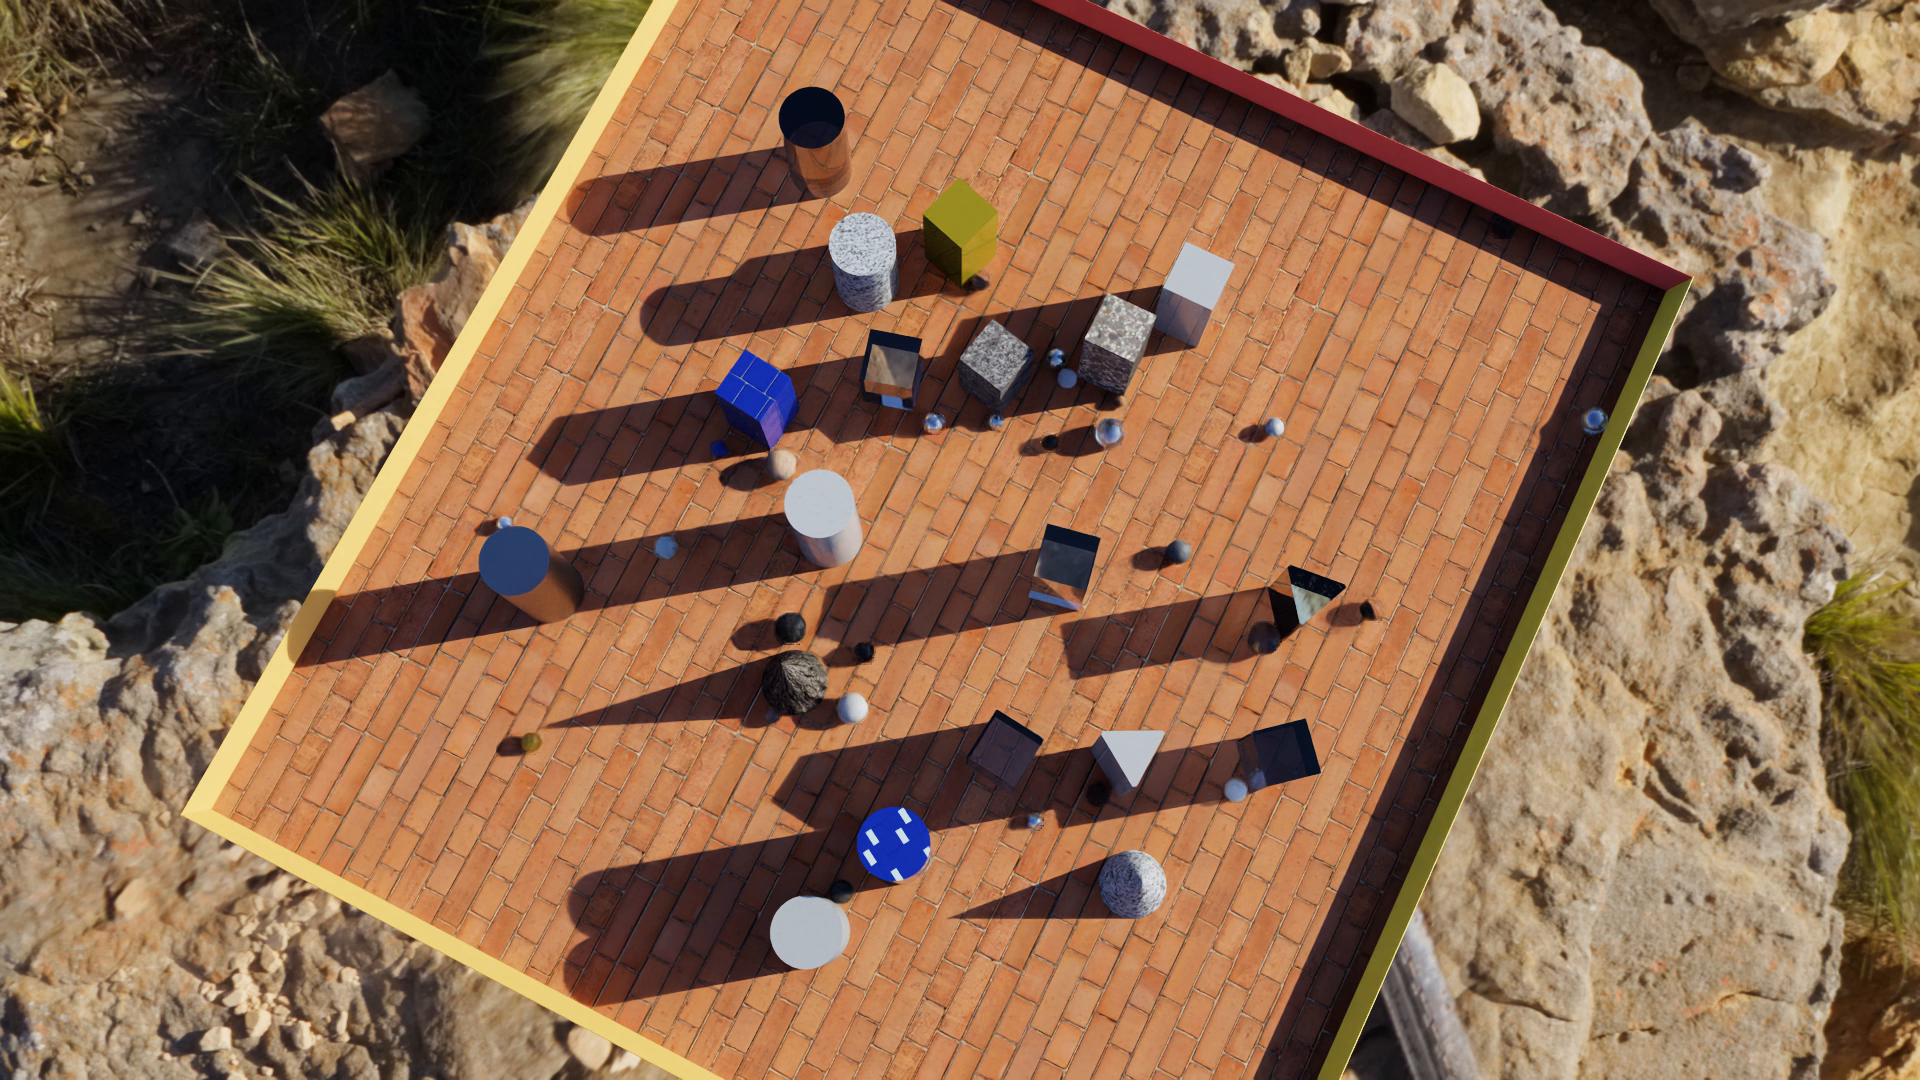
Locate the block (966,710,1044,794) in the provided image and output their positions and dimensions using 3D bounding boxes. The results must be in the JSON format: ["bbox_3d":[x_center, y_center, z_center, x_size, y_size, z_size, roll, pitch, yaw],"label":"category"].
[{"bbox_3d":[0.129,0.619,5.327,0.160,0.317,0.160,32,80,6],"label":"block"}]

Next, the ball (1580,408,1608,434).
[{"bbox_3d":[1.956,-0.368,5.651,0.082,0.082,0.082,0,78,0],"label":"ball"}]

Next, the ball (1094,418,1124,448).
[{"bbox_3d":[0.461,-0.328,5.637,0.093,0.093,0.093,0,78,0],"label":"ball"}]

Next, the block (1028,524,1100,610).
[{"bbox_3d":[0.306,0.084,5.418,0.160,0.354,0.160,15,79,3],"label":"block"}]

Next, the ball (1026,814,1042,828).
[{"bbox_3d":[0.219,0.831,5.422,0.043,0.043,0.043,0,78,0],"label":"ball"}]

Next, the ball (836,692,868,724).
[{"bbox_3d":[-0.321,0.500,5.465,0.093,0.093,0.093,0,78,0],"label":"ball"}]

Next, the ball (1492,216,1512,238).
[{"bbox_3d":[1.712,-0.989,5.788,0.065,0.065,0.065,0,78,0],"label":"ball"}]

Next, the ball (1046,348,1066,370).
[{"bbox_3d":[0.298,-0.564,5.700,0.066,0.066,0.066,0,78,0],"label":"ball"}]

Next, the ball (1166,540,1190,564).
[{"bbox_3d":[0.664,0.037,5.572,0.073,0.073,0.073,0,78,0],"label":"ball"}]

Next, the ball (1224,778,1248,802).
[{"bbox_3d":[0.816,0.740,5.429,0.068,0.068,0.068,0,78,0],"label":"ball"}]

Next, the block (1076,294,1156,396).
[{"bbox_3d":[0.471,-0.585,5.548,0.160,0.371,0.160,26,79,5],"label":"block"}]

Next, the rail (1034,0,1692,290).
[{"bbox_3d":[0.771,-1.502,5.860,3.315,0.130,0.045,26,80,5],"label":"rail"}]

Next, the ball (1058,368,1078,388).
[{"bbox_3d":[0.333,-0.503,5.689,0.062,0.062,0.062,0,78,0],"label":"ball"}]

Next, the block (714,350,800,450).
[{"bbox_3d":[-0.607,-0.419,5.529,0.160,0.342,0.160,33,80,6],"label":"block"}]

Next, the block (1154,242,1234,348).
[{"bbox_3d":[0.706,-0.743,5.585,0.160,0.363,0.160,26,79,5],"label":"block"}]

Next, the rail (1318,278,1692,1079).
[{"bbox_3d":[1.461,0.722,5.400,0.045,0.130,3.494,26,80,5],"label":"rail"}]

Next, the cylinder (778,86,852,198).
[{"bbox_3d":[-0.444,-1.225,5.673,0.199,0.386,0.199,0,78,0],"label":"cylinder"}]

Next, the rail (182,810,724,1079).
[{"bbox_3d":[-0.771,1.516,5.236,3.315,0.130,0.045,26,80,5],"label":"rail"}]

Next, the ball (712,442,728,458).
[{"bbox_3d":[-0.740,-0.279,5.649,0.050,0.050,0.050,0,78,0],"label":"ball"}]

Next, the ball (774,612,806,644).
[{"bbox_3d":[-0.509,0.263,5.513,0.096,0.096,0.096,0,78,0],"label":"ball"}]

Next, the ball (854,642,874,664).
[{"bbox_3d":[-0.289,0.339,5.513,0.065,0.065,0.065,0,78,0],"label":"ball"}]

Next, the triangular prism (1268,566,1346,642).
[{"bbox_3d":[0.989,0.165,5.406,0.173,0.345,0.150,-39,81,-7],"label":"triangular prism"}]

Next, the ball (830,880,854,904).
[{"bbox_3d":[-0.348,1.031,5.367,0.071,0.071,0.071,0,78,0],"label":"ball"}]

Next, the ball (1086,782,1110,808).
[{"bbox_3d":[0.409,0.755,5.424,0.072,0.072,0.072,0,78,0],"label":"ball"}]

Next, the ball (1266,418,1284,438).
[{"bbox_3d":[0.973,-0.346,5.658,0.059,0.059,0.059,0,78,0],"label":"ball"}]

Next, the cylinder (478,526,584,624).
[{"bbox_3d":[-1.245,0.106,5.349,0.199,0.480,0.199,0,78,0],"label":"cylinder"}]

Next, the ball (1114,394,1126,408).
[{"bbox_3d":[0.496,-0.430,5.685,0.040,0.040,0.040,0,78,0],"label":"ball"}]

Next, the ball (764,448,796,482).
[{"bbox_3d":[-0.550,-0.230,5.613,0.100,0.100,0.100,0,78,0],"label":"ball"}]

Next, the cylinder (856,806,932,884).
[{"bbox_3d":[-0.180,0.870,5.193,0.199,0.477,0.199,0,78,0],"label":"cylinder"}]

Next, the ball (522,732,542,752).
[{"bbox_3d":[-1.277,0.602,5.462,0.059,0.059,0.059,0,78,0],"label":"ball"}]

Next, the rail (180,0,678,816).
[{"bbox_3d":[-1.461,-0.709,5.696,0.045,0.130,3.494,26,80,5],"label":"rail"}]

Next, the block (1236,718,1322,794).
[{"bbox_3d":[0.922,0.631,5.328,0.160,0.310,0.160,-14,79,-3],"label":"block"}]

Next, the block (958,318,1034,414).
[{"bbox_3d":[0.109,-0.523,5.585,0.160,0.274,0.160,39,81,7],"label":"block"}]

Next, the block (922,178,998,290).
[{"bbox_3d":[0.002,-0.936,5.625,0.160,0.363,0.160,43,81,8],"label":"block"}]

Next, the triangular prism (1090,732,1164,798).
[{"bbox_3d":[0.499,0.612,5.263,0.150,0.444,0.173,-30,80,-6],"label":"triangular prism"}]

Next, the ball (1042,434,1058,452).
[{"bbox_3d":[0.278,-0.301,5.652,0.053,0.053,0.053,0,78,0],"label":"ball"}]

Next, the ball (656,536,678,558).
[{"bbox_3d":[-0.893,0.021,5.577,0.068,0.068,0.068,0,78,0],"label":"ball"}]

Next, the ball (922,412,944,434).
[{"bbox_3d":[-0.084,-0.362,5.658,0.065,0.065,0.065,0,78,0],"label":"ball"}]

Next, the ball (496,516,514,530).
[{"bbox_3d":[-1.390,-0.050,5.600,0.052,0.052,0.052,0,78,0],"label":"ball"}]

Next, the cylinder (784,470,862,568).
[{"bbox_3d":[-0.398,-0.057,5.399,0.199,0.449,0.199,0,78,0],"label":"cylinder"}]

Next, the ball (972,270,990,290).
[{"bbox_3d":[0.066,-0.814,5.754,0.062,0.062,0.062,0,78,0],"label":"ball"}]

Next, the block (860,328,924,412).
[{"bbox_3d":[-0.207,-0.517,5.598,0.160,0.246,0.160,11,79,2],"label":"block"}]

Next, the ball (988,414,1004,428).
[{"bbox_3d":[0.111,-0.368,5.669,0.047,0.047,0.047,0,78,0],"label":"ball"}]

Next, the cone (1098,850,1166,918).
[{"bbox_3d":[0.509,0.986,5.259,0.199,0.301,0.199,0,78,0],"label":"cone"}]

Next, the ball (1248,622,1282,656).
[{"bbox_3d":[0.915,0.297,5.505,0.098,0.098,0.098,0,78,0],"label":"ball"}]

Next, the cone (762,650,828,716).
[{"bbox_3d":[-0.499,0.387,5.319,0.199,0.427,0.199,0,78,0],"label":"cone"}]

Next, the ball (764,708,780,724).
[{"bbox_3d":[-0.561,0.528,5.482,0.050,0.050,0.050,0,78,0],"label":"ball"}]

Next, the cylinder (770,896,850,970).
[{"bbox_3d":[-0.422,1.114,5.209,0.199,0.348,0.199,0,78,0],"label":"cylinder"}]

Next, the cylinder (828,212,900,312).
[{"bbox_3d":[-0.291,-0.847,5.621,0.199,0.336,0.199,0,78,0],"label":"cylinder"}]

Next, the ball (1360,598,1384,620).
[{"bbox_3d":[1.245,0.209,5.538,0.070,0.070,0.070,0,78,0],"label":"ball"}]
